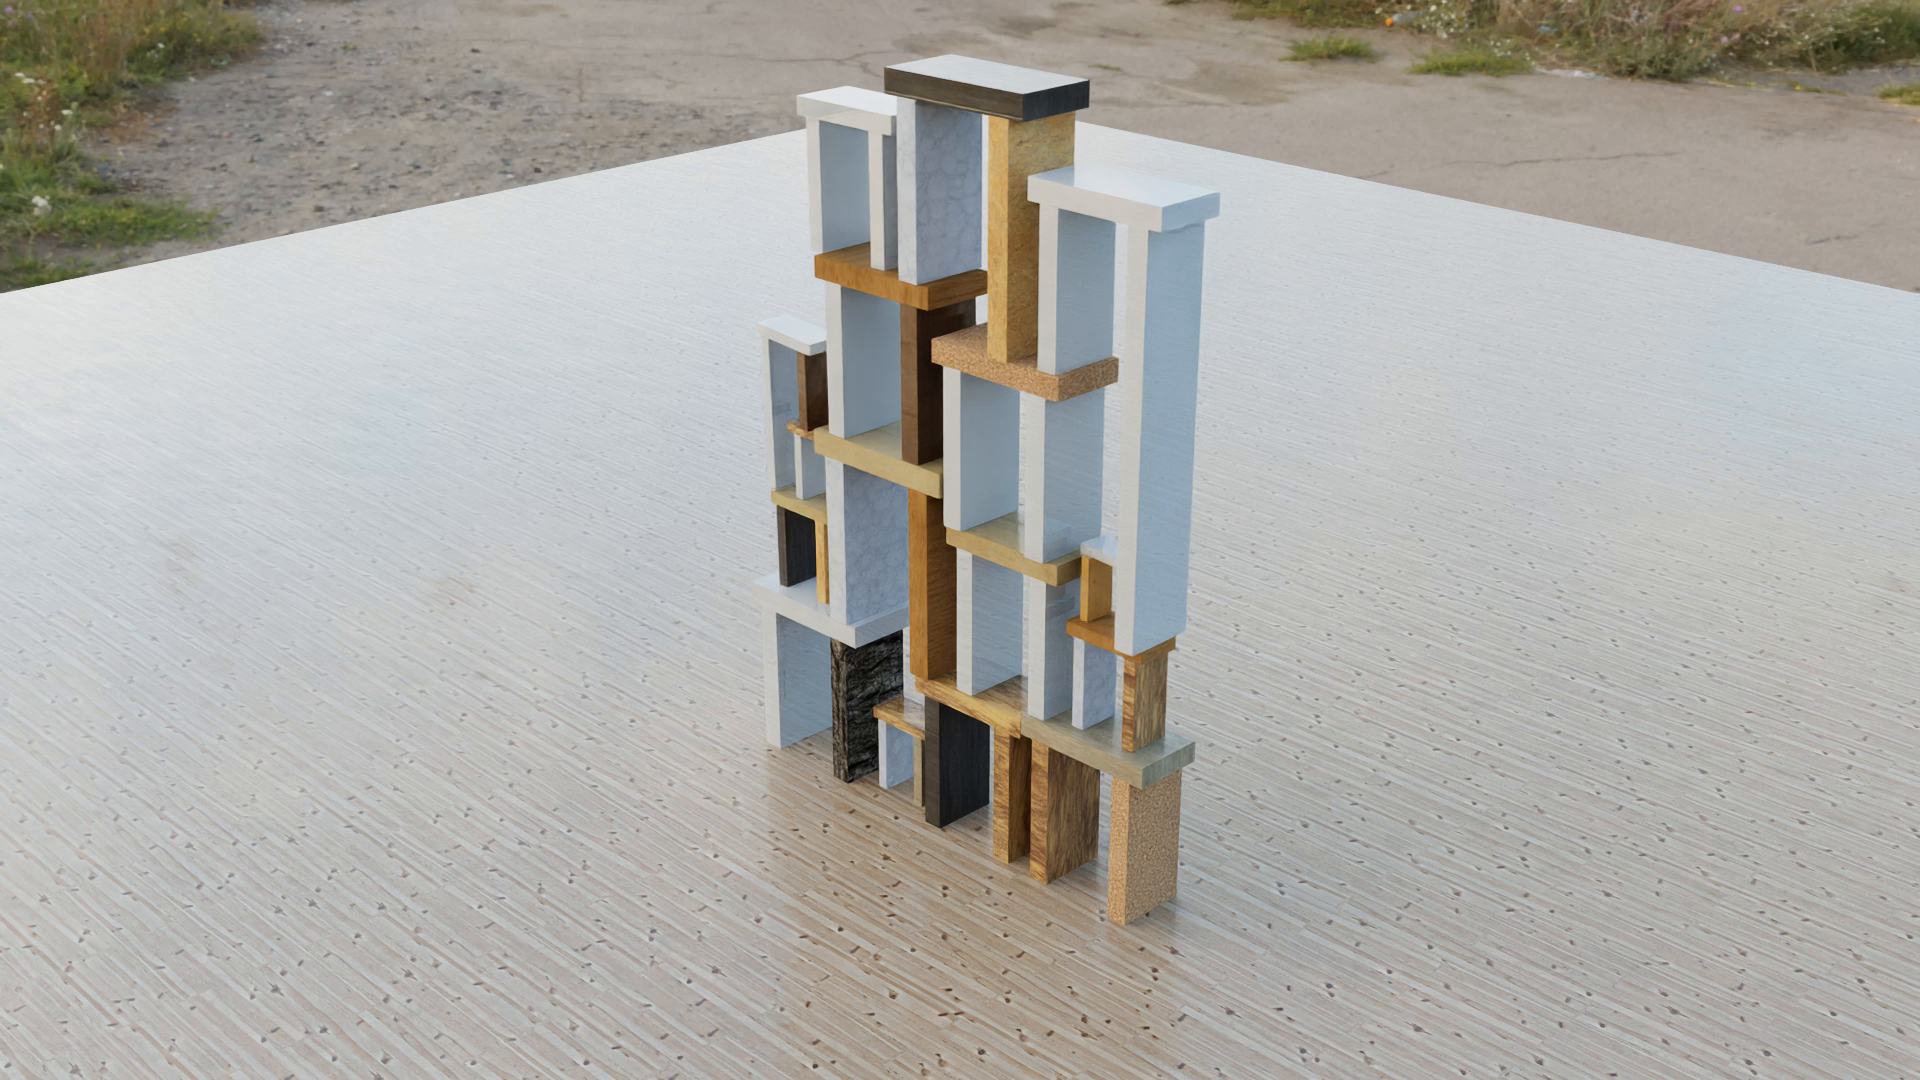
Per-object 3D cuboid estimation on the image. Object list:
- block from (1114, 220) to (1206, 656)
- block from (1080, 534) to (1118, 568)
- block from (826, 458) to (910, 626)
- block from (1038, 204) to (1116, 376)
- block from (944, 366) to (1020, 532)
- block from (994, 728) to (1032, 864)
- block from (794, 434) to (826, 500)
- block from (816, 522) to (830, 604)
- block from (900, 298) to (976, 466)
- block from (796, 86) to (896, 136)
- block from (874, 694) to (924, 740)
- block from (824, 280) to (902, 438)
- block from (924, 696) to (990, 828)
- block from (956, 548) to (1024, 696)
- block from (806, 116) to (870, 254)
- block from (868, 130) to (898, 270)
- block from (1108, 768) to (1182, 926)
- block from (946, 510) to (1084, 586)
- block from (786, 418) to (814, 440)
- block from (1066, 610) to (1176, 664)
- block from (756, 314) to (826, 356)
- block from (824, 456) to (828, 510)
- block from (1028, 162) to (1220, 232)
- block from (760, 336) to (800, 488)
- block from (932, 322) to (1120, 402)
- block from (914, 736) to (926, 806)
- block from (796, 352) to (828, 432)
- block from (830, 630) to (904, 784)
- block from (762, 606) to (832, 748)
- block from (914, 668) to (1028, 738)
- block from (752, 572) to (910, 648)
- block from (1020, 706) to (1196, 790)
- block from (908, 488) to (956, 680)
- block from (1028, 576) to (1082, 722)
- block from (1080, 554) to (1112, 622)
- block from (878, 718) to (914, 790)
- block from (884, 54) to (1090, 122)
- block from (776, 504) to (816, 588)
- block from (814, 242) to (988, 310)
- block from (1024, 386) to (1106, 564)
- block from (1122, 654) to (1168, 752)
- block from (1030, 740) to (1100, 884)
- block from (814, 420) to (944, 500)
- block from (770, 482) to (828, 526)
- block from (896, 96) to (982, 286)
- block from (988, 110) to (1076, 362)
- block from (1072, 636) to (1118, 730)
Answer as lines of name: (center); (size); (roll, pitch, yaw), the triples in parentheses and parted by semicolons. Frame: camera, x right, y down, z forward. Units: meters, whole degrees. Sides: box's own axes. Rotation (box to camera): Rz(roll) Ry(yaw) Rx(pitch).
block: (0.341, -0.175, 3.780); (0.042, 0.771, 0.148); (21, 31, 40)
block: (0.283, 0.025, 3.946); (0.063, 0.018, 0.127); (-18, 29, -36)
block: (-0.183, -0.020, 4.420); (0.175, 0.349, 0.049); (-21, 31, -41)
block: (0.203, -0.448, 3.817); (0.148, 0.297, 0.042); (-21, 31, -40)
block: (0.041, -0.188, 4.101); (0.157, 0.315, 0.045); (-21, 31, -41)
block: (0.130, 0.474, 4.279); (0.040, 0.285, 0.143); (21, 31, 41)
block: (-0.303, -0.158, 4.488); (0.020, 0.139, 0.070); (21, 31, 41)
block: (-0.253, 0.034, 4.510); (0.090, 0.179, 0.025); (-21, 31, -40)
block: (-0.040, -0.309, 4.130); (0.044, 0.309, 0.154); (21, 31, 41)
block: (-0.169, -0.796, 4.071); (0.256, 0.036, 0.128); (21, 31, 41)
block: (-0.095, 0.362, 4.480); (0.156, 0.022, 0.078); (21, 31, 41)
block: (-0.186, -0.365, 4.263); (0.044, 0.309, 0.154); (21, 31, 41)
block: (-0.005, 0.421, 4.403); (0.040, 0.285, 0.143); (21, 31, 41)
block: (0.058, 0.137, 4.222); (0.040, 0.298, 0.141); (21, 31, 41)
block: (-0.229, -0.685, 4.183); (0.036, 0.256, 0.128); (21, 31, 41)
block: (-0.108, -0.638, 4.072); (0.128, 0.256, 0.036); (-21, 31, -41)
block: (0.343, 0.551, 4.080); (0.042, 0.299, 0.149); (21, 31, 41)
block: (0.124, 0.008, 4.094); (0.141, 0.040, 0.283); (-21, 31, -41)
block: (-0.276, -0.220, 4.431); (0.140, 0.020, 0.070); (21, 31, 40)
block: (0.291, 0.171, 3.982); (0.091, 0.026, 0.183); (-21, 31, -40)
block: (-0.324, -0.411, 4.396); (0.081, 0.023, 0.163); (-22, 35, -41)
block: (-0.238, -0.132, 4.428); (0.070, 0.140, 0.020); (-21, 31, -40)
block: (0.272, -0.577, 3.685); (0.148, 0.042, 0.297); (-21, 31, -40)
block: (-0.361, -0.269, 4.498); (0.081, 0.322, 0.023); (-21, 30, -40)
block: (0.115, -0.324, 3.962); (0.315, 0.045, 0.157); (21, 31, 41)
block: (-0.058, 0.458, 4.481); (0.022, 0.156, 0.078); (21, 31, 41)
block: (-0.285, -0.306, 4.399); (0.023, 0.163, 0.081); (20, 30, 41)
block: (-0.191, 0.330, 4.572); (0.046, 0.322, 0.161); (21, 31, 41)
block: (-0.343, 0.270, 4.711); (0.046, 0.322, 0.161); (21, 31, 41)
block: (0.063, 0.297, 4.278); (0.285, 0.040, 0.143); (21, 31, 41)
block: (-0.267, 0.131, 4.570); (0.161, 0.046, 0.322); (-21, 31, -41)
block: (0.273, 0.366, 4.079); (0.149, 0.042, 0.299); (-21, 31, -41)
block: (-0.019, 0.063, 4.276); (0.175, 0.391, 0.049); (-21, 31, -41)
block: (0.191, 0.182, 4.096); (0.040, 0.283, 0.141); (21, 31, 41)
block: (0.249, 0.081, 3.998); (0.063, 0.127, 0.018); (-19, 30, -38)
block: (-0.132, 0.430, 4.549); (0.022, 0.156, 0.078); (21, 31, 41)
block: (0.044, -0.791, 3.840); (0.336, 0.048, 0.168); (21, 31, 40)
block: (-0.337, 0.000, 4.588); (0.090, 0.179, 0.025); (-21, 30, -40)
block: (-0.113, -0.499, 4.128); (0.309, 0.044, 0.154); (21, 31, 41)
block: (0.189, -0.129, 3.963); (0.158, 0.315, 0.045); (-21, 31, -40)
block: (0.335, 0.285, 3.982); (0.026, 0.183, 0.091); (21, 31, 41)
block: (0.202, 0.496, 4.210); (0.149, 0.299, 0.042); (-21, 31, -41)
block: (-0.101, -0.171, 4.266); (0.349, 0.049, 0.175); (21, 31, 41)
block: (-0.295, -0.077, 4.509); (0.090, 0.025, 0.179); (-21, 31, -41)
block: (-0.036, -0.645, 3.987); (0.168, 0.336, 0.048); (-21, 31, -40)
block: (0.124, -0.540, 3.862); (0.168, 0.431, 0.048); (-21, 31, -41)
block: (0.249, 0.251, 4.061); (0.091, 0.183, 0.026); (-21, 31, -40)
